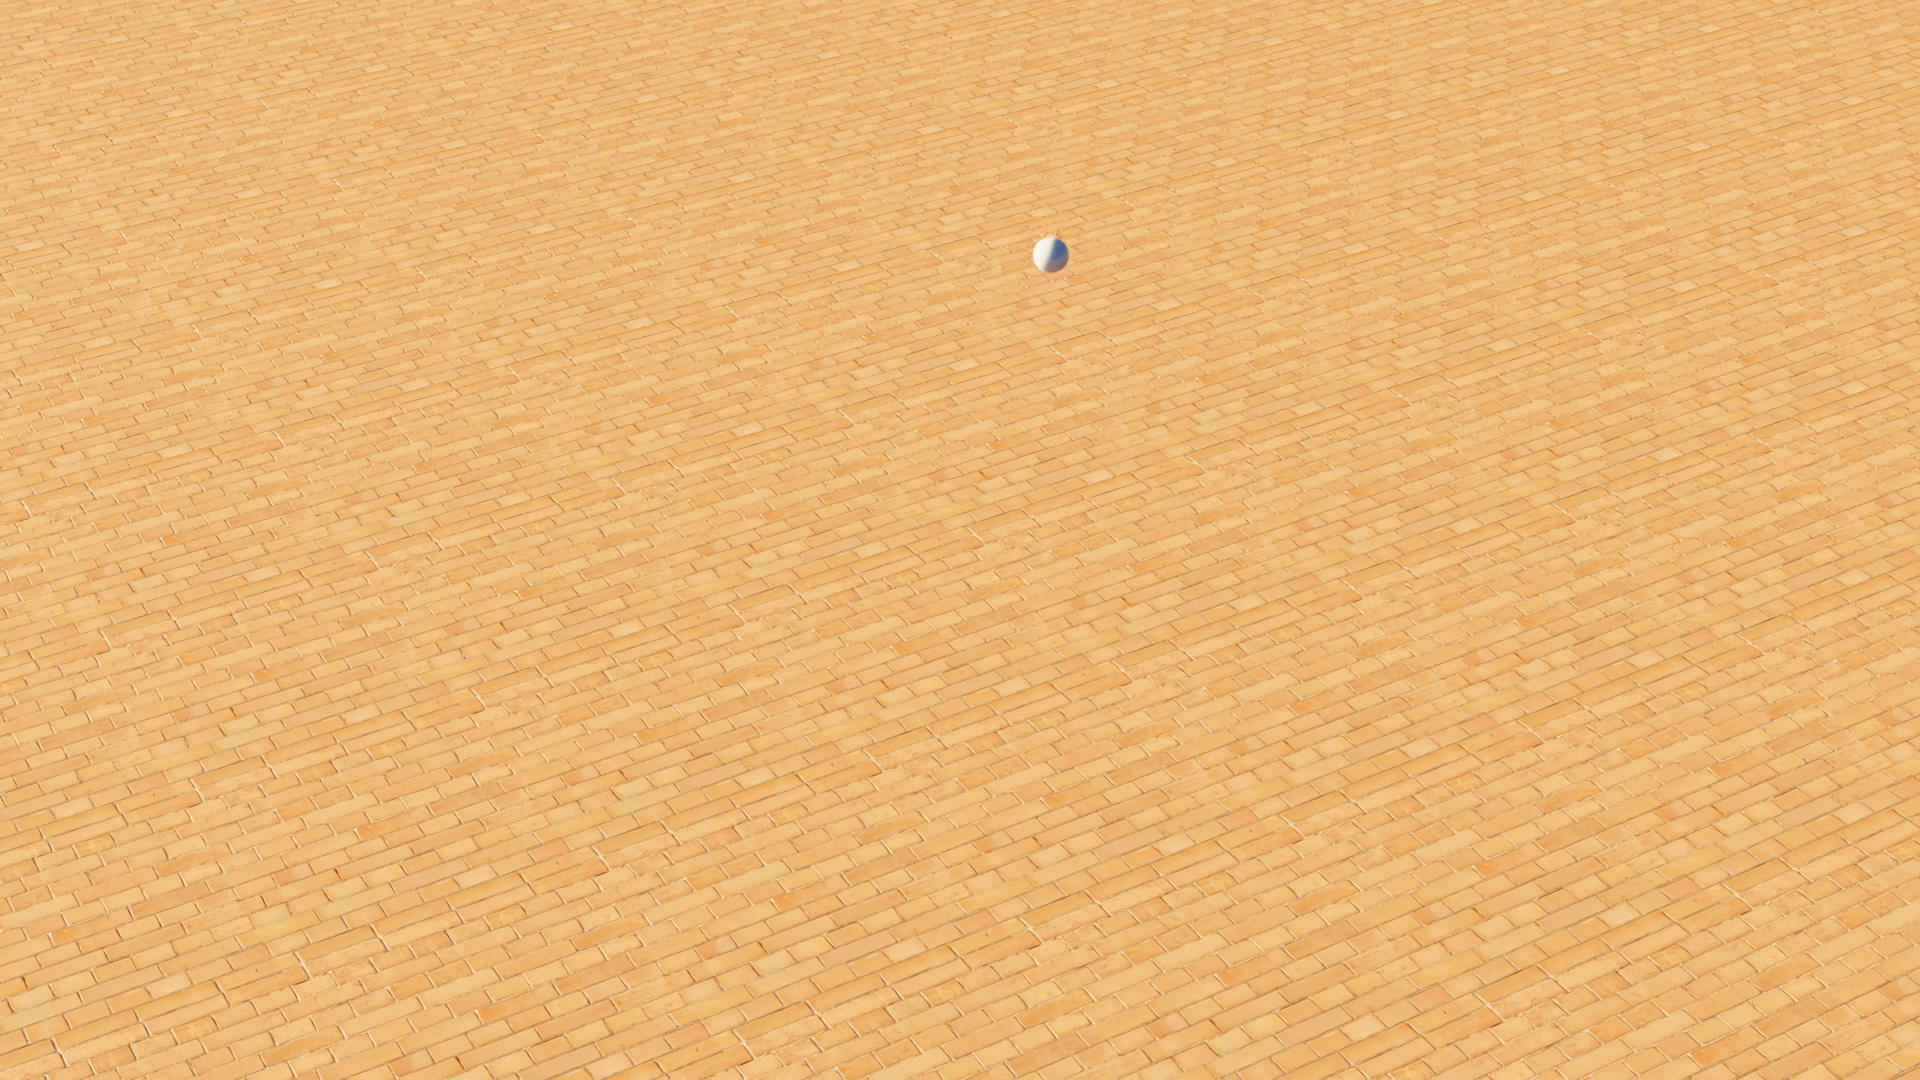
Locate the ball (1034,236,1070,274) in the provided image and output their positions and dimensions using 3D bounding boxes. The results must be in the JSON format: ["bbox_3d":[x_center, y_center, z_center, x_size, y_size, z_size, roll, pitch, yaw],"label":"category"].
[{"bbox_3d":[0.258,-0.803,8.267,0.103,0.103,0.103,0,33,0],"label":"ball"}]
